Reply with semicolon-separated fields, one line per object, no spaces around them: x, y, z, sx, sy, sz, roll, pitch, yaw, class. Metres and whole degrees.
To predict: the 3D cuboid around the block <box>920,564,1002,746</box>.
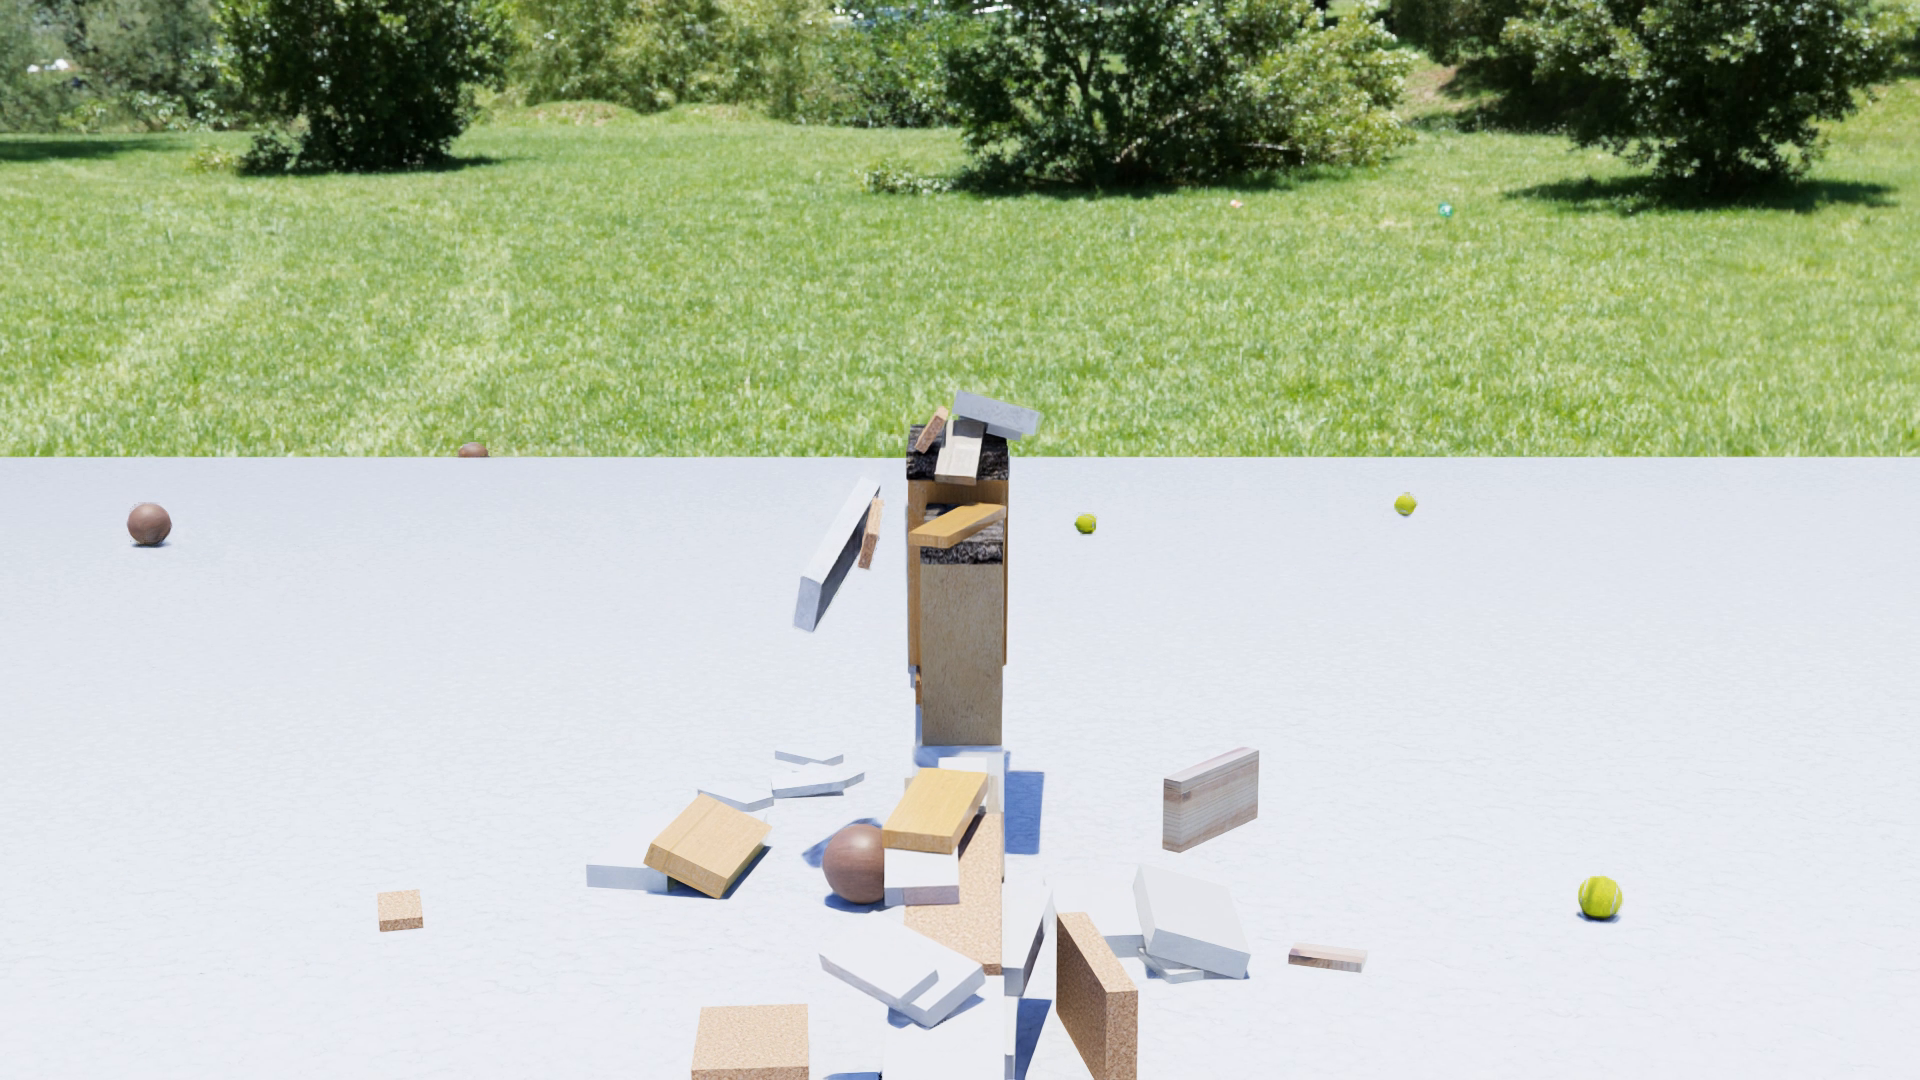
0.003;0.215;3.587;0.131;0.391;0.037;0;17;0;block

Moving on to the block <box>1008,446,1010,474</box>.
0.002;-0.131;4.190;0.173;0.049;0.346;1;11;3;block

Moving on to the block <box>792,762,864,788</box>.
-0.258;0.461;4.312;0.128;0.018;0.064;6;12;30;block

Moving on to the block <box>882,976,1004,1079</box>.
-0.018;0.631;2.715;0.146;0.041;0.292;0;19;1;block

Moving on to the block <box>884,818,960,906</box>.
-0.054;0.448;3.077;0.101;0.029;0.203;-2;20;-1;block

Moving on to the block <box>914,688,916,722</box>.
-0.002;0.164;4.347;0.173;0.589;0.049;0;9;0;block

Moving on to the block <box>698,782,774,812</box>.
-0.426;0.487;4.169;0.142;0.019;0.068;10;14;42;block

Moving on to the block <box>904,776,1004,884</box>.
-0.012;0.455;3.375;0.148;0.042;0.297;-1;23;-1;block

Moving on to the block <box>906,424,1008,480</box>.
-0.004;-0.155;3.856;0.171;0.048;0.342;0;11;0;block

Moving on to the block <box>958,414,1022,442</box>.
0.051;-0.197;3.845;0.067;0.019;0.133;14;4;-24;block

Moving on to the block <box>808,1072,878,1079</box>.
-0.192;0.726;2.867;0.175;0.025;0.087;-1;11;-5;block

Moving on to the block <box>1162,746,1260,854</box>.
0.455;0.467;3.973;0.037;0.131;0.262;8;13;38;block

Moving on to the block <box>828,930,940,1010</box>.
-0.097;0.544;2.780;0.067;0.019;0.134;-33;35;-34;block

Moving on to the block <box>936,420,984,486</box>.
0.001;-0.147;3.670;0.067;0.019;0.134;5;46;5;block

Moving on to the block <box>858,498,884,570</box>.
-0.148;-0.011;3.668;0.019;0.067;0.133;14;26;-4;block

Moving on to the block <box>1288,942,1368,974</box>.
0.563;0.639;3.364;0.112;0.016;0.056;4;11;19;block

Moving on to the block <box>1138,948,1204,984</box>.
0.320;0.644;3.337;0.056;0.016;0.112;-4;11;-20;block

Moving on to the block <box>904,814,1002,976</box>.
-0.008;0.494;3.044;0.131;0.037;0.420;-1;20;1;block

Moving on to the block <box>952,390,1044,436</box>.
0.073;-0.228;3.927;0.142;0.040;0.518;16;4;2;block

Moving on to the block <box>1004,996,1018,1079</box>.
0.005;0.617;2.948;0.146;0.041;0.404;1;13;3;block

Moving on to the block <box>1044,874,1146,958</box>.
0.216;0.600;3.513;0.131;0.037;0.276;-1;11;-6;block

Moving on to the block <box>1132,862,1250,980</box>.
0.358;0.592;3.435;0.149;0.042;0.299;16;10;-3;block

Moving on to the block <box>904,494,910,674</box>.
-0.013;0.085;4.135;0.173;0.347;0.049;0;24;2;block

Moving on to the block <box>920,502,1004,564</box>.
0.006;-0.012;3.605;0.130;0.037;0.261;0;15;1;block

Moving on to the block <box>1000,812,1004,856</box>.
-0.005;0.545;3.390;0.148;0.042;0.297;0;42;0;block

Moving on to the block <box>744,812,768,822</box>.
-0.391;0.522;3.987;0.064;0.018;0.128;1;11;4;block

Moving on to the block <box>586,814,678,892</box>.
-0.533;0.541;3.822;0.142;0.040;0.283;2;11;10;block

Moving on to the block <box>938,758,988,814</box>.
0.003;0.387;3.450;0.076;0.022;0.152;0;23;2;block

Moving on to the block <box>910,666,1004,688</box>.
-0.006;0.059;4.033;0.171;0.436;0.048;0;16;0;block

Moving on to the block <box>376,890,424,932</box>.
-0.907;0.600;3.563;0.068;0.019;0.136;-3;11;-16;block

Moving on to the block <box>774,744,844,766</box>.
-0.305;0.437;4.442;0.128;0.018;0.064;8;13;36;block

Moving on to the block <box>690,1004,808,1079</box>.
-0.278;0.684;2.945;0.149;0.042;0.299;-1;3;-4;block

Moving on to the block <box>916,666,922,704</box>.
-0.003;0.233;3.903;0.147;0.042;0.294;0;11;0;block

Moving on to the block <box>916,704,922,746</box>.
-0.003;0.423;3.782;0.147;0.294;0.042;0;-13;0;block

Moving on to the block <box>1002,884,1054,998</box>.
0.037;0.550;3.054;0.146;0.041;0.292;2;13;10;block

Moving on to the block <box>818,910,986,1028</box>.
-0.075;0.547;2.815;0.203;0.029;0.101;18;40;43;block

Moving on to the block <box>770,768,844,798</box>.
-0.294;0.467;4.227;0.136;0.019;0.068;-6;18;-7;block

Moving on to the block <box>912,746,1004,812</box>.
-0.003;0.479;3.530;0.148;0.297;0.042;0;-24;0;block

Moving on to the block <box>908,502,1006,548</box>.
-0.002;-0.025;3.546;0.067;0.019;0.227;7;16;24;block

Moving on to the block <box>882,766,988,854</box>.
-0.034;0.387;3.158;0.101;0.029;0.202;4;21;15;block

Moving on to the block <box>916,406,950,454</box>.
-0.047;-0.188;3.720;0.019;0.067;0.133;33;10;-4;block

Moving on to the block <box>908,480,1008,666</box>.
-0.003;0.052;3.818;0.171;0.342;0.048;0;21;0;block

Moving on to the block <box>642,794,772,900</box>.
-0.430;0.523;3.778;0.142;0.040;0.283;24;14;5;block

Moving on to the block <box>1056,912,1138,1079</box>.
0.186;0.634;3.022;0.042;0.149;0.299;-2;11;-10;block

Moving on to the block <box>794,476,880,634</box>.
-0.211;0.024;3.794;0.037;0.131;0.262;22;47;7;block
